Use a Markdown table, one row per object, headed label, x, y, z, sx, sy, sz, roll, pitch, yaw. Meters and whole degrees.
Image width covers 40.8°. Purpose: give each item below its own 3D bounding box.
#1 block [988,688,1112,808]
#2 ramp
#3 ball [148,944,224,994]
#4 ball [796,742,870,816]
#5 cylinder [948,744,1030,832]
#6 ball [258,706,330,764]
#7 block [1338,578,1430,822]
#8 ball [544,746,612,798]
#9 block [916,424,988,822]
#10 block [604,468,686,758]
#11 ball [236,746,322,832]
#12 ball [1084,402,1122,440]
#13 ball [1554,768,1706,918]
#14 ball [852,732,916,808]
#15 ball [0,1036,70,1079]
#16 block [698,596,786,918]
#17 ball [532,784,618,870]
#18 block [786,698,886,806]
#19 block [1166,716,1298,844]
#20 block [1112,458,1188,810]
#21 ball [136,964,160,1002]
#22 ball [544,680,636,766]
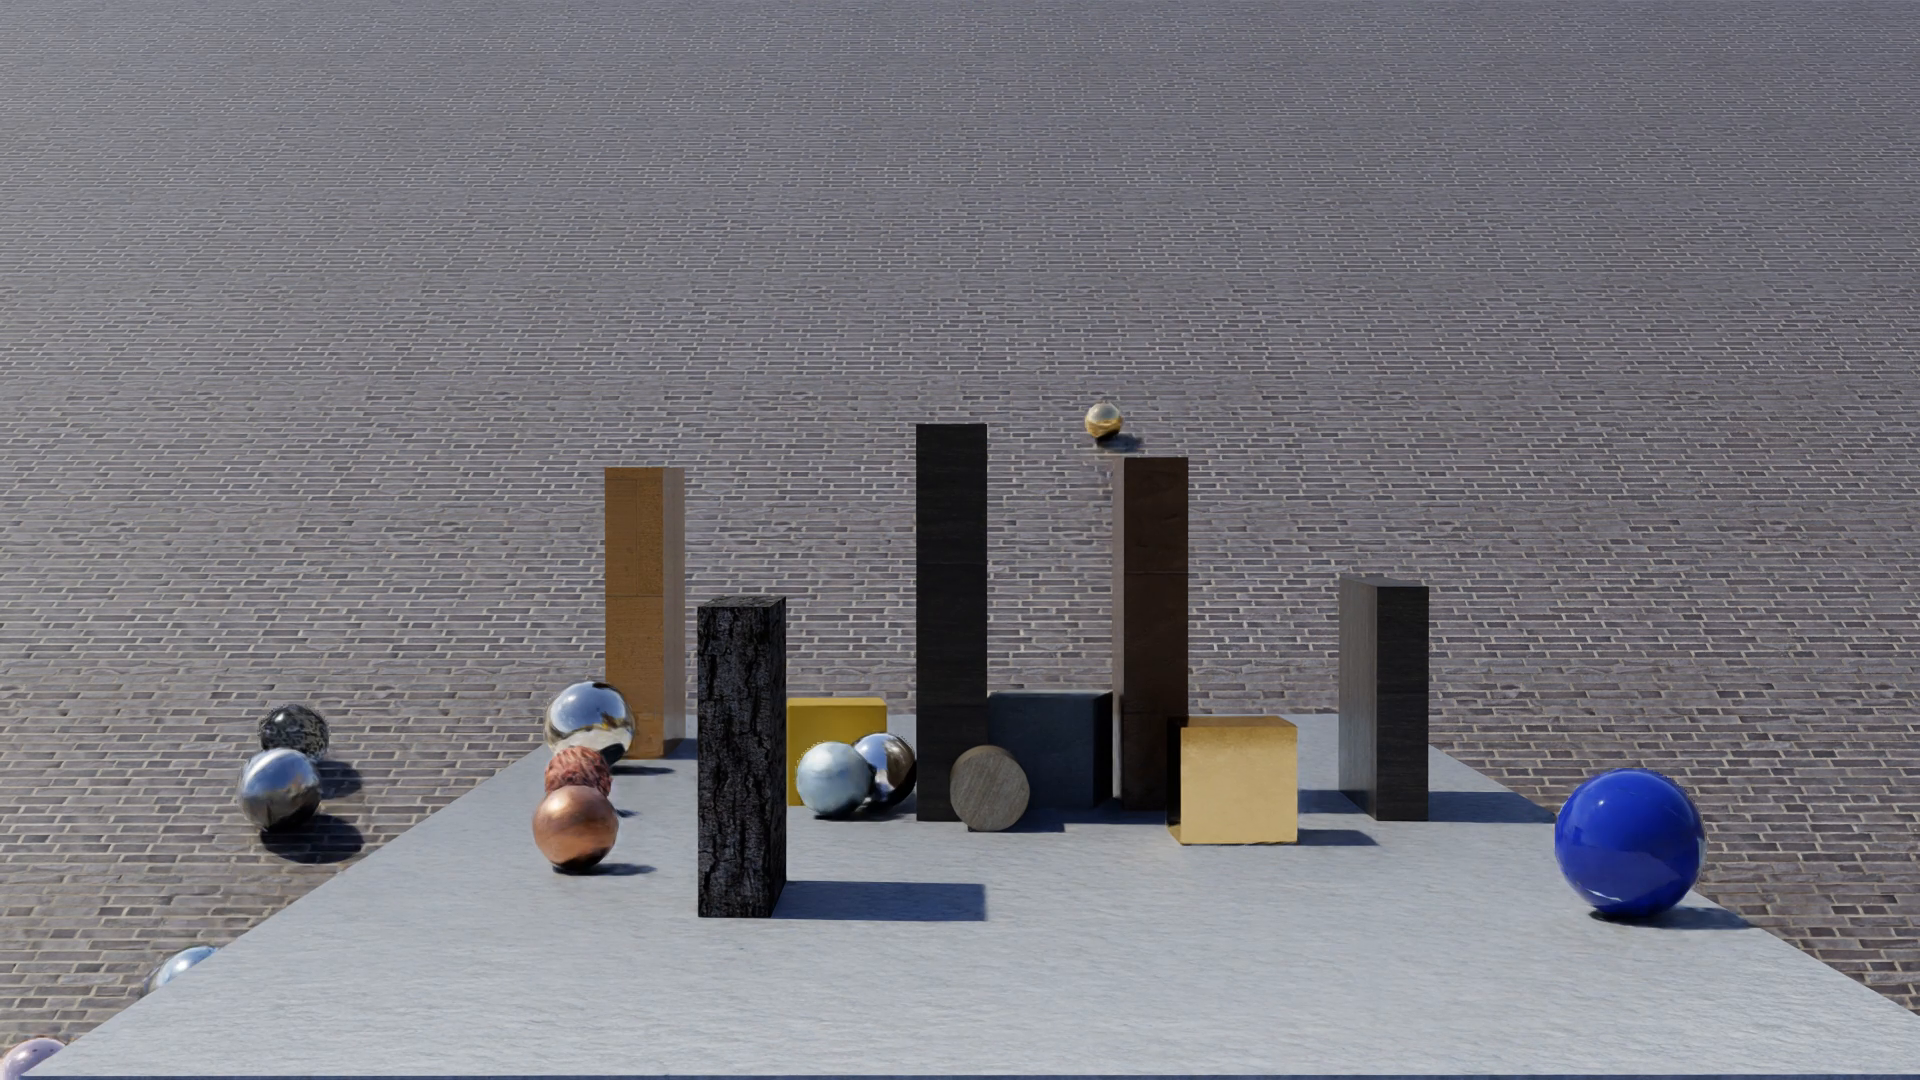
| label | x | y | z | sx | sy | sz | roll | pitch | yaw |
| --- | --- | --- | --- | --- | --- | --- | --- | --- | --- |
| block | 0.168 | 0.385 | 4.793 | 0.199 | 0.199 | 0.199 | 0 | 1 | 13 |
| ramp | 0.060 | 0.539 | 4.575 | 2.000 | 0.100 | 4.000 | 0 | 1 | 0 |
| ball | -1.324 | 0.801 | 4.515 | 0.186 | 0.186 | 0.186 | 0 | 26 | 0 |
| ball | -0.224 | 0.423 | 4.566 | 0.133 | 0.133 | 0.133 | 0 | 26 | 0 |
| cylinder | 0.049 | 0.425 | 4.432 | 0.135 | 0.135 | 0.135 | -1 | 1 | -1 |
| ball | -1.671 | 0.500 | 6.474 | 0.171 | 0.171 | 0.171 | 0 | 26 | 0 |
| block | 0.771 | 0.281 | 4.719 | 0.091 | 0.410 | 0.445 | 0 | 1 | 0 |
| ball | -0.683 | 0.429 | 4.610 | 0.121 | 0.121 | 0.121 | 0 | 26 | 0 |
| block | -0.015 | 0.141 | 4.653 | 0.124 | 0.693 | 0.320 | 0 | 1 | 0 |
| block | -0.696 | 0.152 | 5.737 | 0.124 | 0.624 | 0.443 | 0 | 1 | 0 |
| ball | -1.645 | 0.602 | 6.232 | 0.204 | 0.204 | 0.204 | 0 | 26 | 0 |
| ball | 0.462 | -0.382 | 8.313 | 0.122 | 0.122 | 0.122 | 0 | 26 | 0 |
| ball | 0.910 | 0.412 | 3.509 | 0.201 | 0.201 | 0.201 | 0 | 26 | 0 |
| ball | -0.146 | 0.418 | 4.676 | 0.139 | 0.139 | 0.139 | 0 | 26 | 0 |
| ball | -1.867 | 1.102 | 5.238 | 0.187 | 0.187 | 0.187 | 0 | 26 | 0 |
| block | -0.307 | 0.298 | 3.667 | 0.099 | 0.423 | 0.329 | 0 | 1 | 0 |
| ball | -0.588 | 0.439 | 3.944 | 0.130 | 0.130 | 0.130 | 0 | 26 | 0 |
| block | -0.233 | 0.393 | 4.828 | 0.181 | 0.181 | 0.181 | 0 | 1 | -5 |
| block | 0.452 | 0.399 | 4.309 | 0.192 | 0.192 | 0.192 | 0 | 1 | -2 |
| block | 0.352 | 0.166 | 4.812 | 0.116 | 0.636 | 0.350 | 0 | 1 | 0 |
| ball | -1.675 | 0.980 | 5.513 | 0.162 | 0.162 | 0.162 | 0 | 26 | 0 |
| ball | -0.760 | 0.381 | 5.294 | 0.186 | 0.186 | 0.186 | 0 | 26 | 0 |
